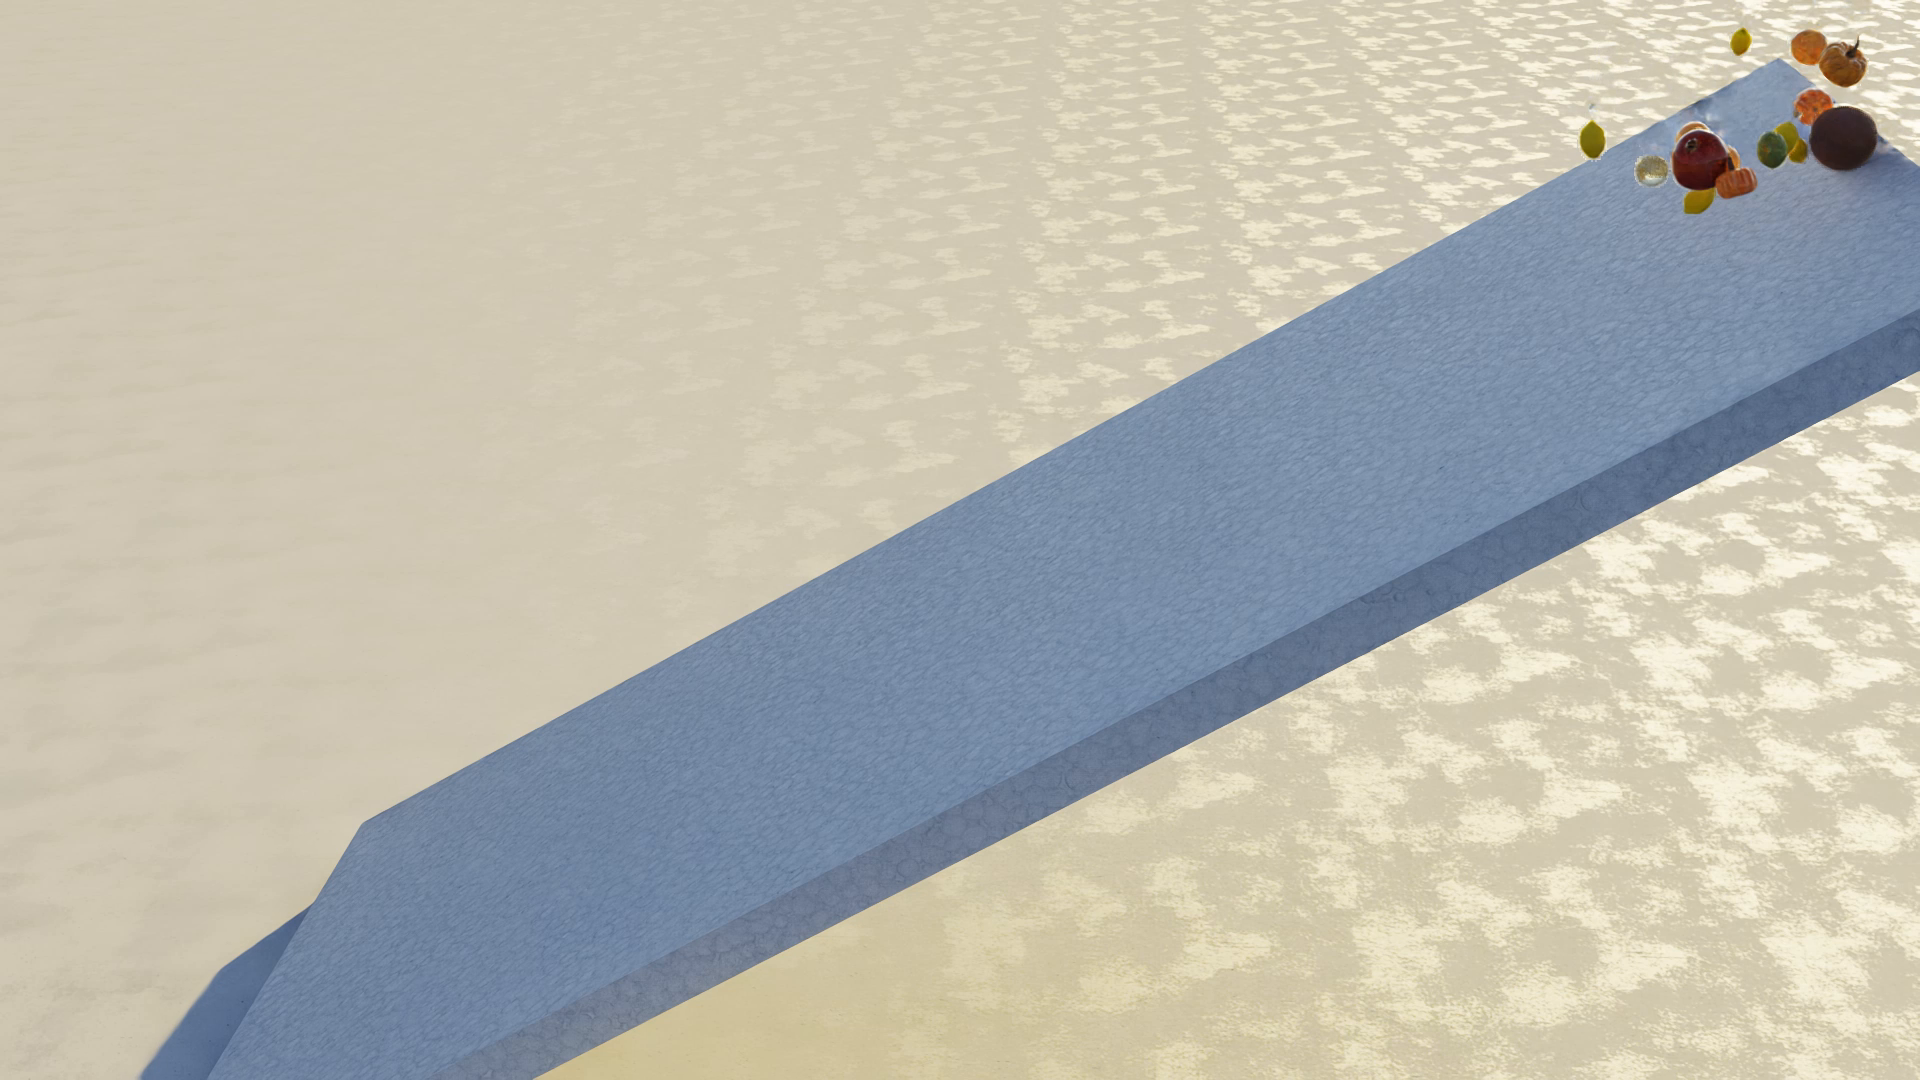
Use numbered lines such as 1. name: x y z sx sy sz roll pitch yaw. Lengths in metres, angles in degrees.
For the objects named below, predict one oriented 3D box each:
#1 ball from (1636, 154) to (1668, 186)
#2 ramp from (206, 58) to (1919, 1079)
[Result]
1. ball: 1.354 -0.723 5.757 0.062 0.062 0.062 0 19 0
2. ramp: 0.142 0.168 6.285 4.000 0.100 2.000 -28 15 12
